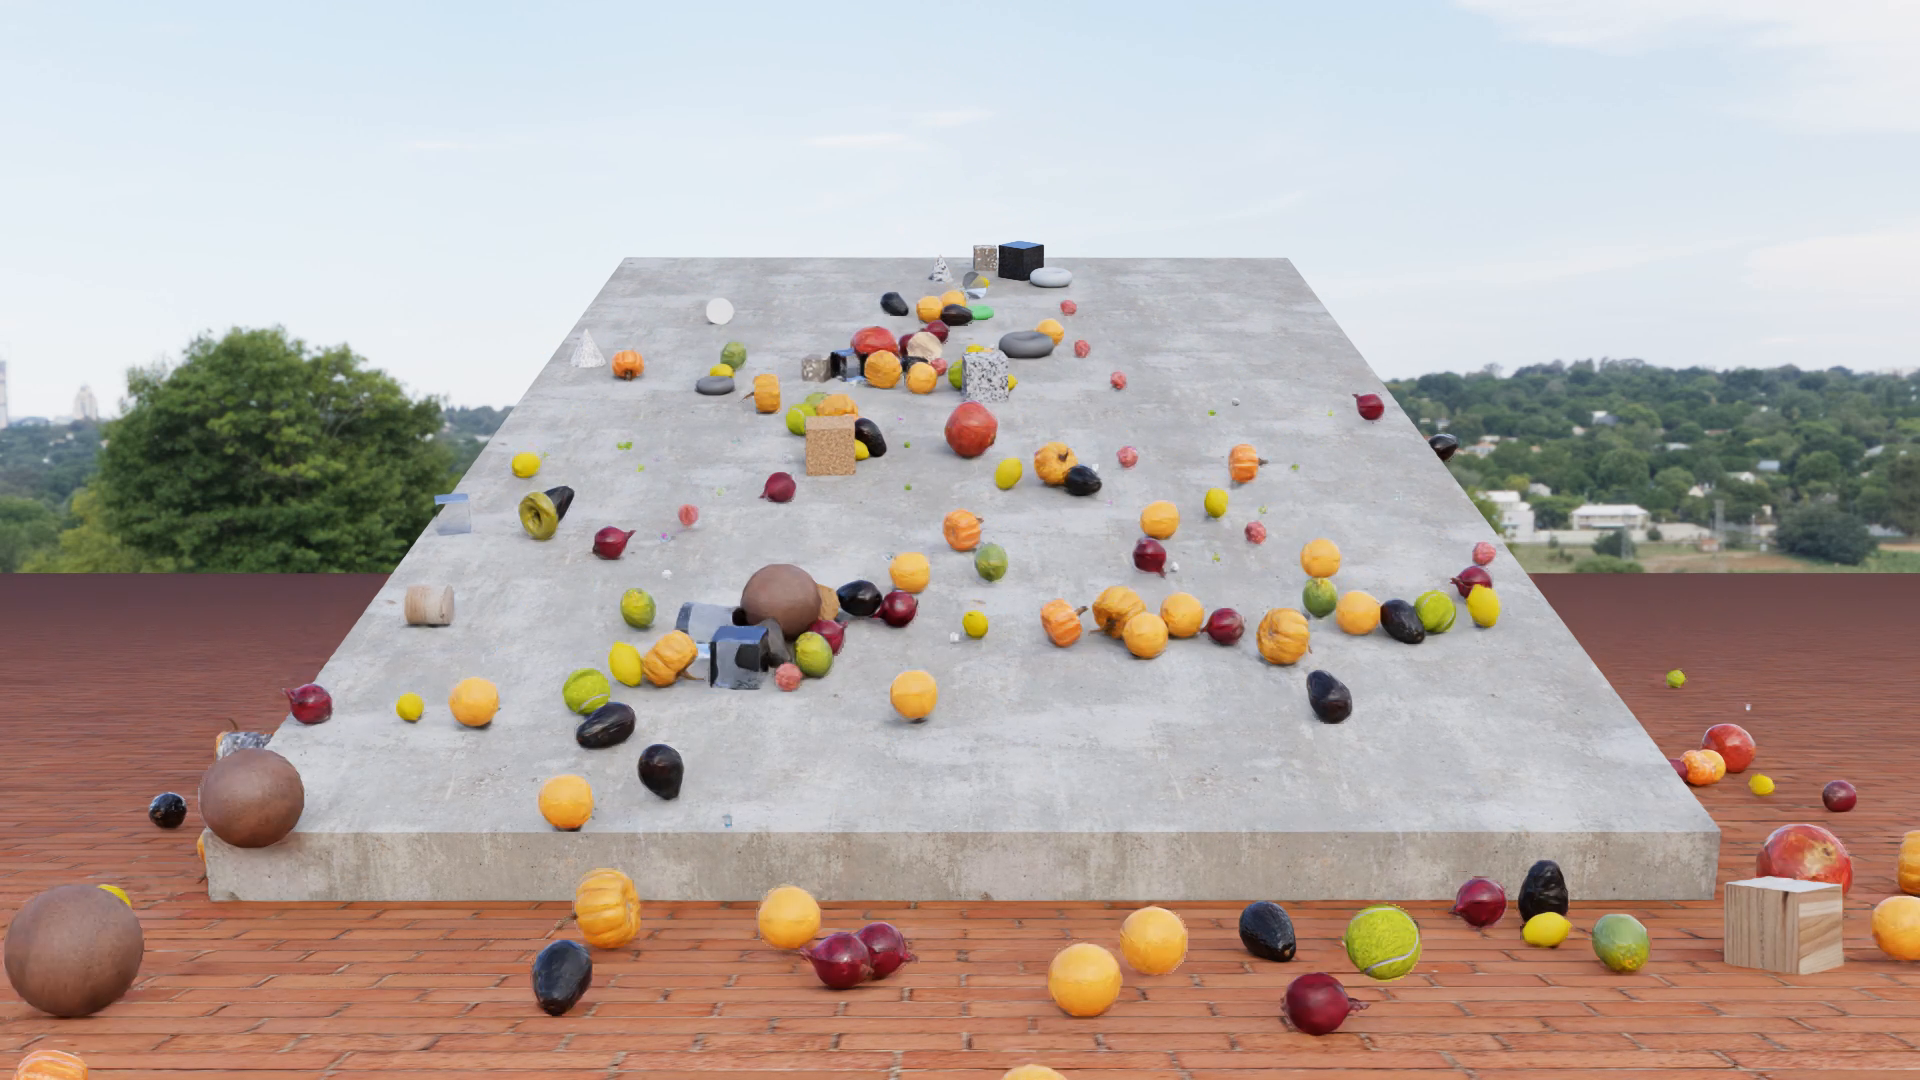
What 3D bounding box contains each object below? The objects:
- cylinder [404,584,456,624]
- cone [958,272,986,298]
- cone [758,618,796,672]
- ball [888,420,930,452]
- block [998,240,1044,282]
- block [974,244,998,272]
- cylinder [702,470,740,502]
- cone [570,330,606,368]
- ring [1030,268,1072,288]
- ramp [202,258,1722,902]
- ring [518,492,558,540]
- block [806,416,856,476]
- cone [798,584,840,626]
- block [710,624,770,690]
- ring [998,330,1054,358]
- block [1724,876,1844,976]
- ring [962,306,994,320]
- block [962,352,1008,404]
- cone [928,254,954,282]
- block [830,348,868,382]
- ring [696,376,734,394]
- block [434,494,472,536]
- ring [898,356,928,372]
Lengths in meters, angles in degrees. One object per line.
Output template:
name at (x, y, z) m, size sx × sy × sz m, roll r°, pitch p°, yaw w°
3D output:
cylinder at (-0.874, 0.107, 3.689) m, size 0.065 × 0.065 × 0.065 m, roll 2°, pitch -1°, yaw 5°
cone at (0.017, -0.694, 6.204) m, size 0.080 × 0.080 × 0.080 m, roll 1°, pitch -13°, yaw -37°
cone at (-0.286, 0.182, 3.504) m, size 0.086 × 0.086 × 0.086 m, roll 41°, pitch 18°, yaw 23°
ball at (-0.109, -0.207, 4.724) m, size 0.090 × 0.090 × 0.090 m, roll 0°, pitch -1°, yaw 0°
block at (0.176, -0.805, 6.452) m, size 0.093 × 0.093 × 0.093 m, roll 15°, pitch 23°, yaw 38°
block at (0.074, -0.828, 6.567) m, size 0.065 × 0.065 × 0.065 m, roll -1°, pitch 18°, yaw -4°
cylinder at (-0.470, -0.093, 4.390) m, size 0.076 × 0.076 × 0.076 m, roll -1°, pitch -10°, yaw 0°
cone at (-0.906, -0.472, 5.433) m, size 0.088 × 0.088 × 0.088 m, roll 0°, pitch 18°, yaw 0°
ring at (0.259, -0.746, 6.357) m, size 0.122 × 0.041 × 0.122 m, roll 1°, pitch 19°, yaw 0°
ramp at (-0.004, -0.187, 4.862) m, size 2.000 × 0.100 × 4.000 m, roll 0°, pitch 18°, yaw 0°
ring at (-0.773, -0.045, 4.102) m, size 0.093 × 0.093 × 0.031 m, roll -1°, pitch 16°, yaw 42°
block at (-0.264, -0.192, 4.555) m, size 0.099 × 0.099 × 0.099 m, roll -1°, pitch 18°, yaw -4°
cone at (-0.232, 0.113, 3.730) m, size 0.068 × 0.068 × 0.068 m, roll 0°, pitch -9°, yaw 2°
block at (-0.340, 0.181, 3.447) m, size 0.075 × 0.075 × 0.075 m, roll 2°, pitch 18°, yaw 7°
ring at (0.164, -0.484, 5.542) m, size 0.137 × 0.046 × 0.137 m, roll -1°, pitch 20°, yaw 0°
block at (0.918, 0.429, 2.492) m, size 0.090 × 0.090 × 0.090 m, roll 1°, pitch -1°, yaw -39°
ring at (0.047, -0.603, 5.937) m, size 0.083 × 0.028 × 0.083 m, roll -1°, pitch 19°, yaw 0°
block at (0.057, -0.372, 5.116) m, size 0.096 × 0.096 × 0.096 m, roll -2°, pitch 18°, yaw -6°
cone at (-0.056, -0.782, 6.407) m, size 0.077 × 0.077 × 0.077 m, roll 0°, pitch 18°, yaw 0°
block at (-0.261, -0.413, 5.293) m, size 0.064 × 0.064 × 0.064 m, roll -13°, pitch 22°, yaw -35°
ring at (-0.566, -0.358, 5.178) m, size 0.091 × 0.030 × 0.091 m, roll -1°, pitch 19°, yaw 0°
block at (-0.946, -0.048, 4.172) m, size 0.061 × 0.061 × 0.061 m, roll -4°, pitch 19°, yaw -14°
ring at (-0.113, -0.424, 5.390) m, size 0.077 × 0.026 × 0.077 m, roll 1°, pitch 18°, yaw 0°
